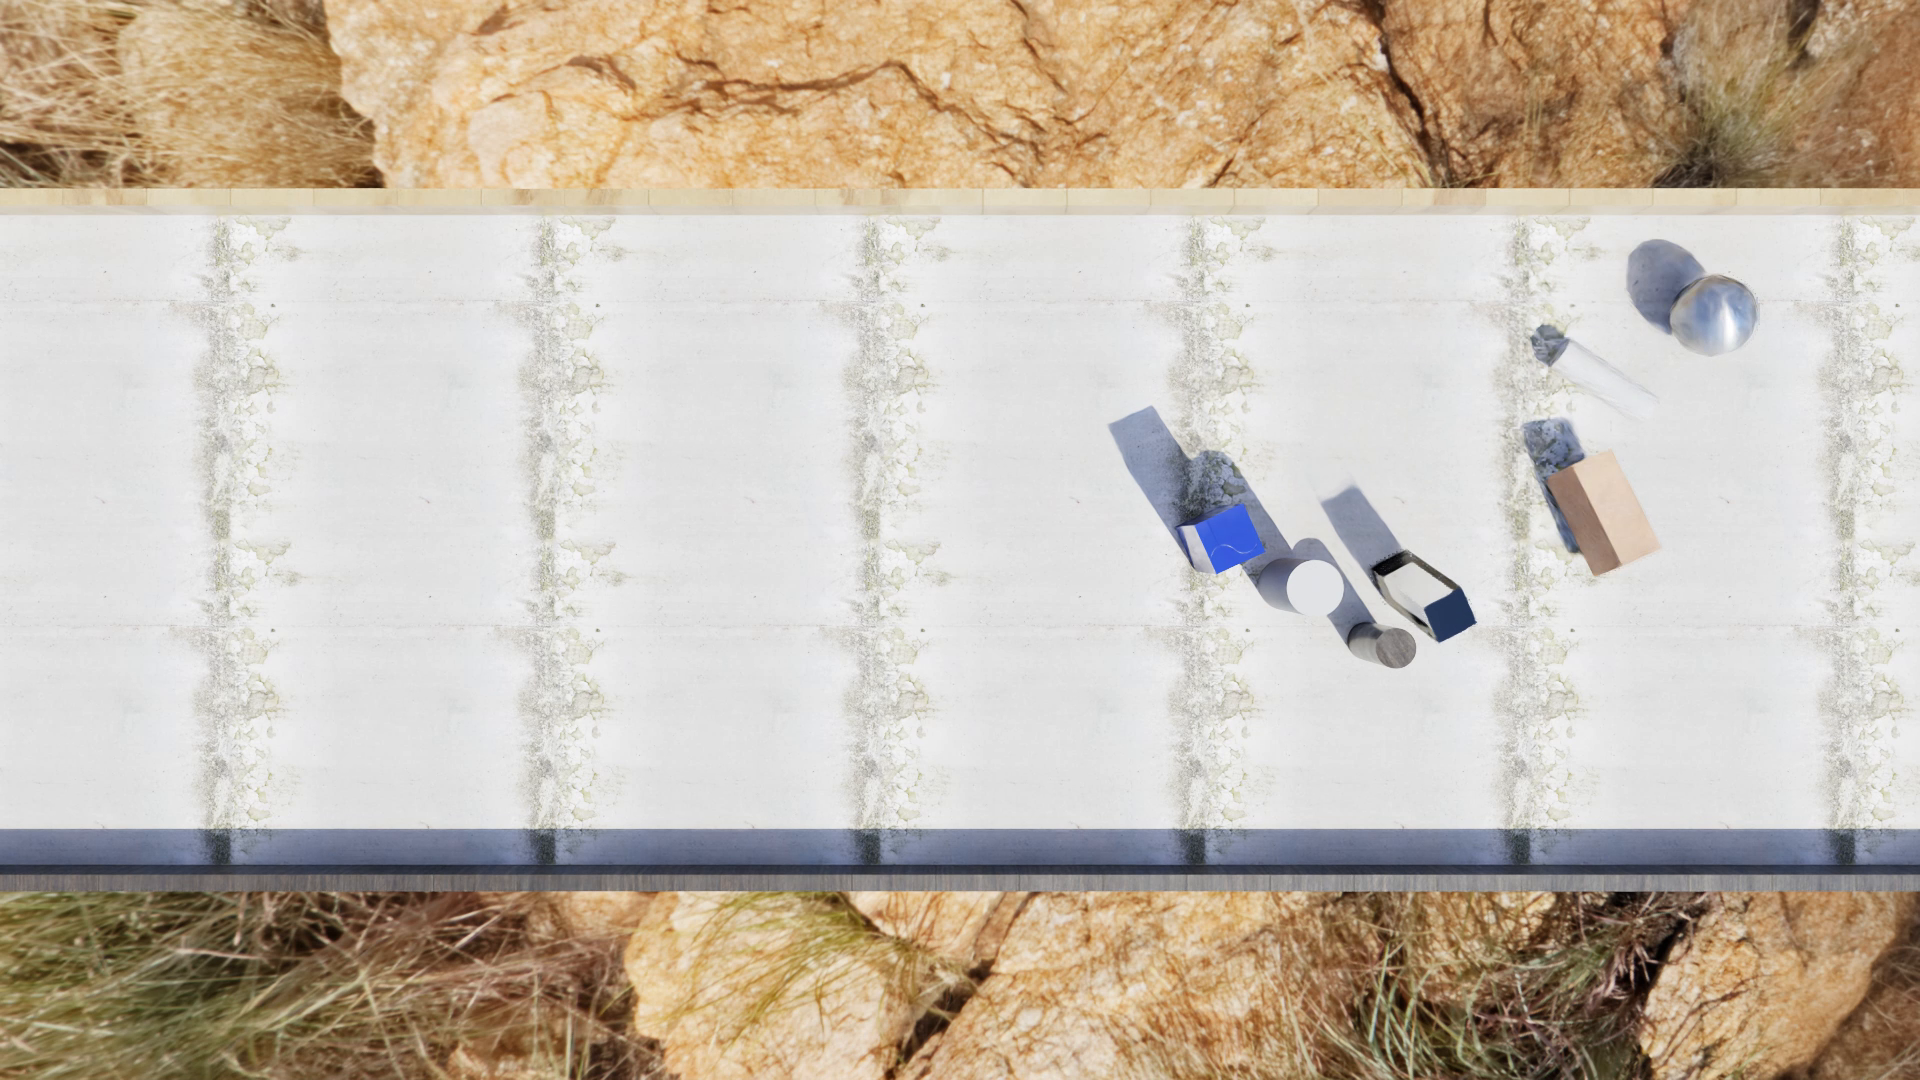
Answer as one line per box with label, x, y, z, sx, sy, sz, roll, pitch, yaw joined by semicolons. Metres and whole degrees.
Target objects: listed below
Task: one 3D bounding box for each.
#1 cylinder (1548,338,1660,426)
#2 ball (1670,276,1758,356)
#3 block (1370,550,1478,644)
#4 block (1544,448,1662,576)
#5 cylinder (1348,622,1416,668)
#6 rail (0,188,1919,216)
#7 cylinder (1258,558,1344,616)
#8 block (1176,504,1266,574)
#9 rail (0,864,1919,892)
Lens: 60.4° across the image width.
cylinder;1.961;-0.480;5.024;0.329;0.104;0.104;34;90;0
ball;2.254;-0.670;4.933;0.241;0.241;0.241;0;90;0
block;1.365;0.162;4.873;0.125;0.387;0.125;-28;108;0
block;1.932;-0.081;4.958;0.149;0.149;0.330;-21;81;-16
cylinder;1.251;0.311;4.903;0.118;0.347;0.118;0;90;0
rail;-2.247;-1.025;5.002;12.000;0.150;0.050;0;90;0
cylinder;0.998;0.136;4.854;0.160;0.445;0.160;0;90;0
block;0.762;-0.004;4.868;0.152;0.417;0.152;-25;90;0
rail;-2.247;1.025;5.001;12.000;0.150;0.050;0;90;0
